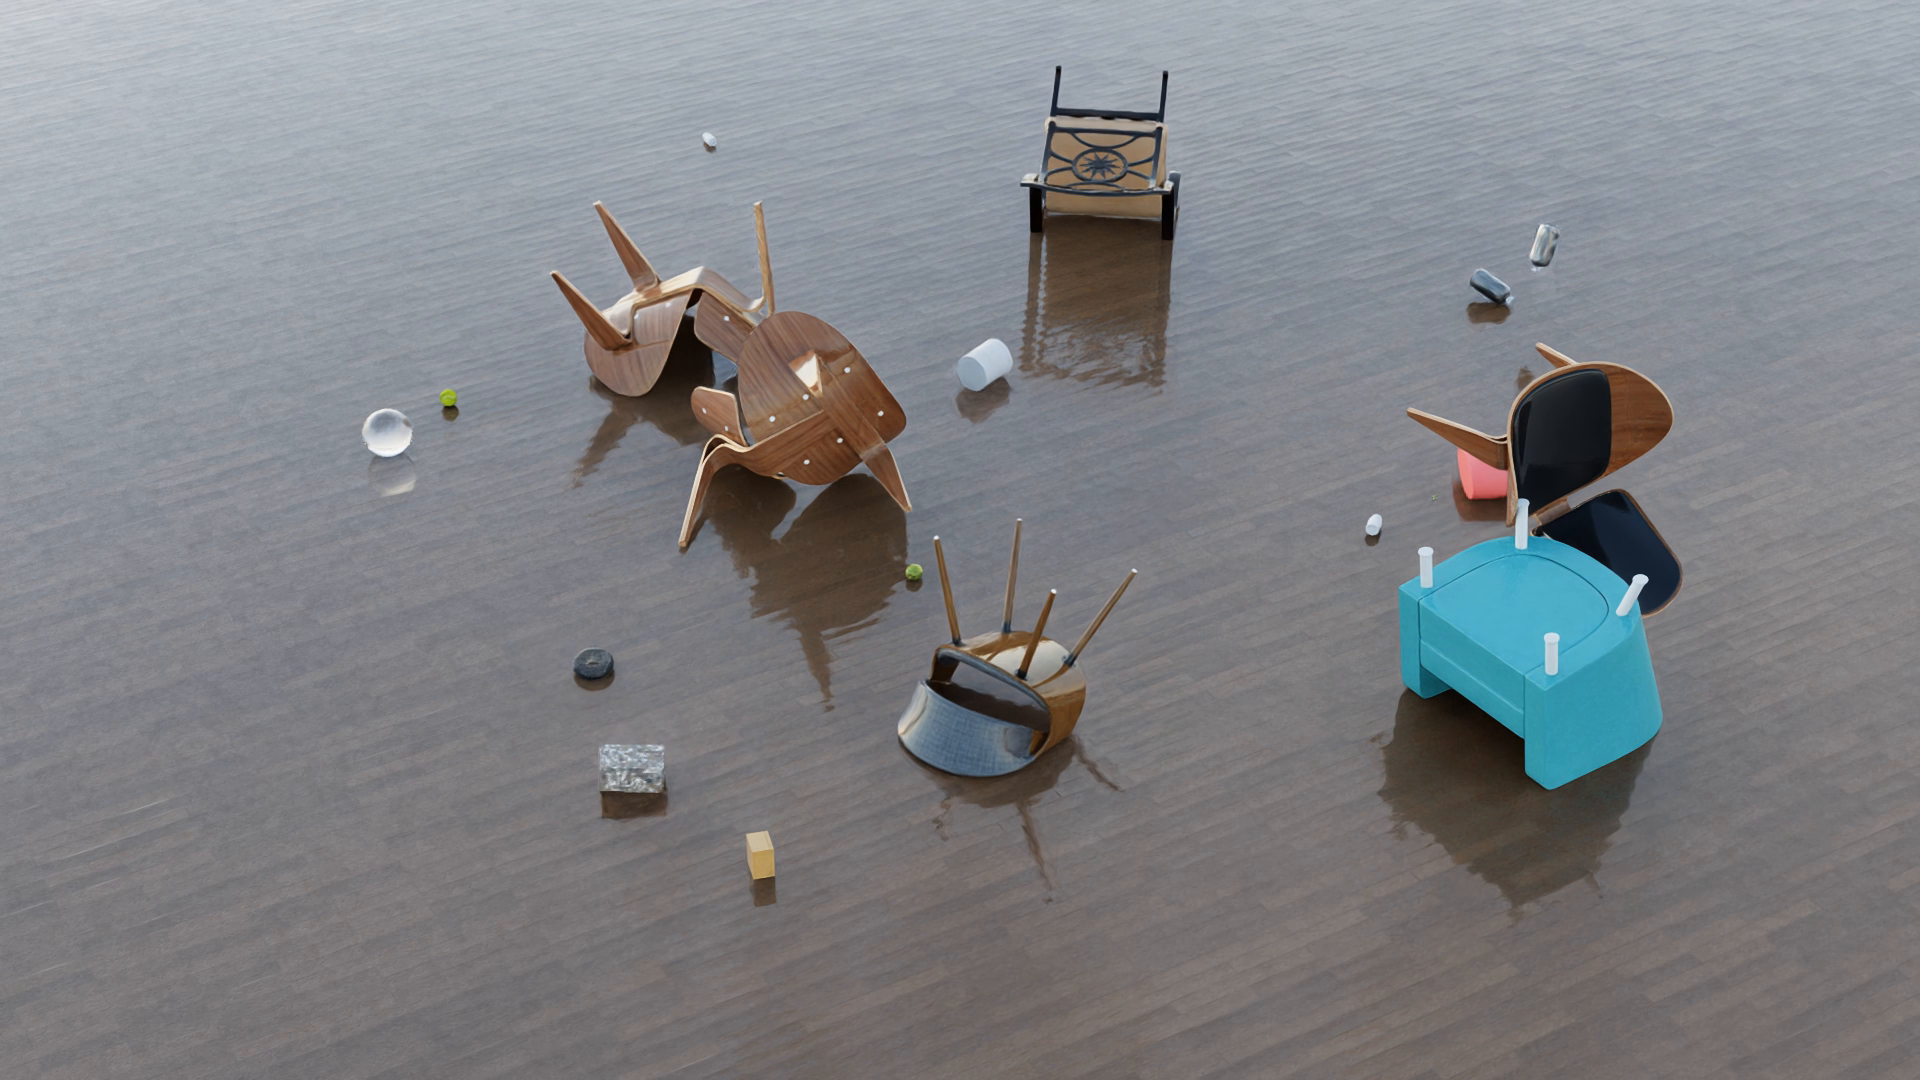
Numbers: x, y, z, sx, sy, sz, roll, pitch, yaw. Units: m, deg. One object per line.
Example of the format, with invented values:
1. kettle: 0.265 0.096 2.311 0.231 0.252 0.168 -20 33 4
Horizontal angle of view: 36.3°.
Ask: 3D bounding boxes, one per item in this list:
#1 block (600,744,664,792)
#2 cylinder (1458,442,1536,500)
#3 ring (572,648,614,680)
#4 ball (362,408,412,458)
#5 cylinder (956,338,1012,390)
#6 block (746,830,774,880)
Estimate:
1. block: -1.085 0.754 9.698 0.209 0.099 0.127 2 33 -4
2. cylinder: 2.052 -0.266 11.220 0.241 0.129 0.252 -3 49 -5
3. ring: -1.282 0.433 10.244 0.144 0.049 0.159 -8 35 -10
4. ball: -2.228 -0.417 11.406 0.188 0.188 0.188 0 33 0
5. cylinder: 0.098 -0.710 11.882 0.150 0.155 0.175 27 42 27
6. block: -0.634 1.002 9.323 0.069 0.111 0.094 -8 34 -13
